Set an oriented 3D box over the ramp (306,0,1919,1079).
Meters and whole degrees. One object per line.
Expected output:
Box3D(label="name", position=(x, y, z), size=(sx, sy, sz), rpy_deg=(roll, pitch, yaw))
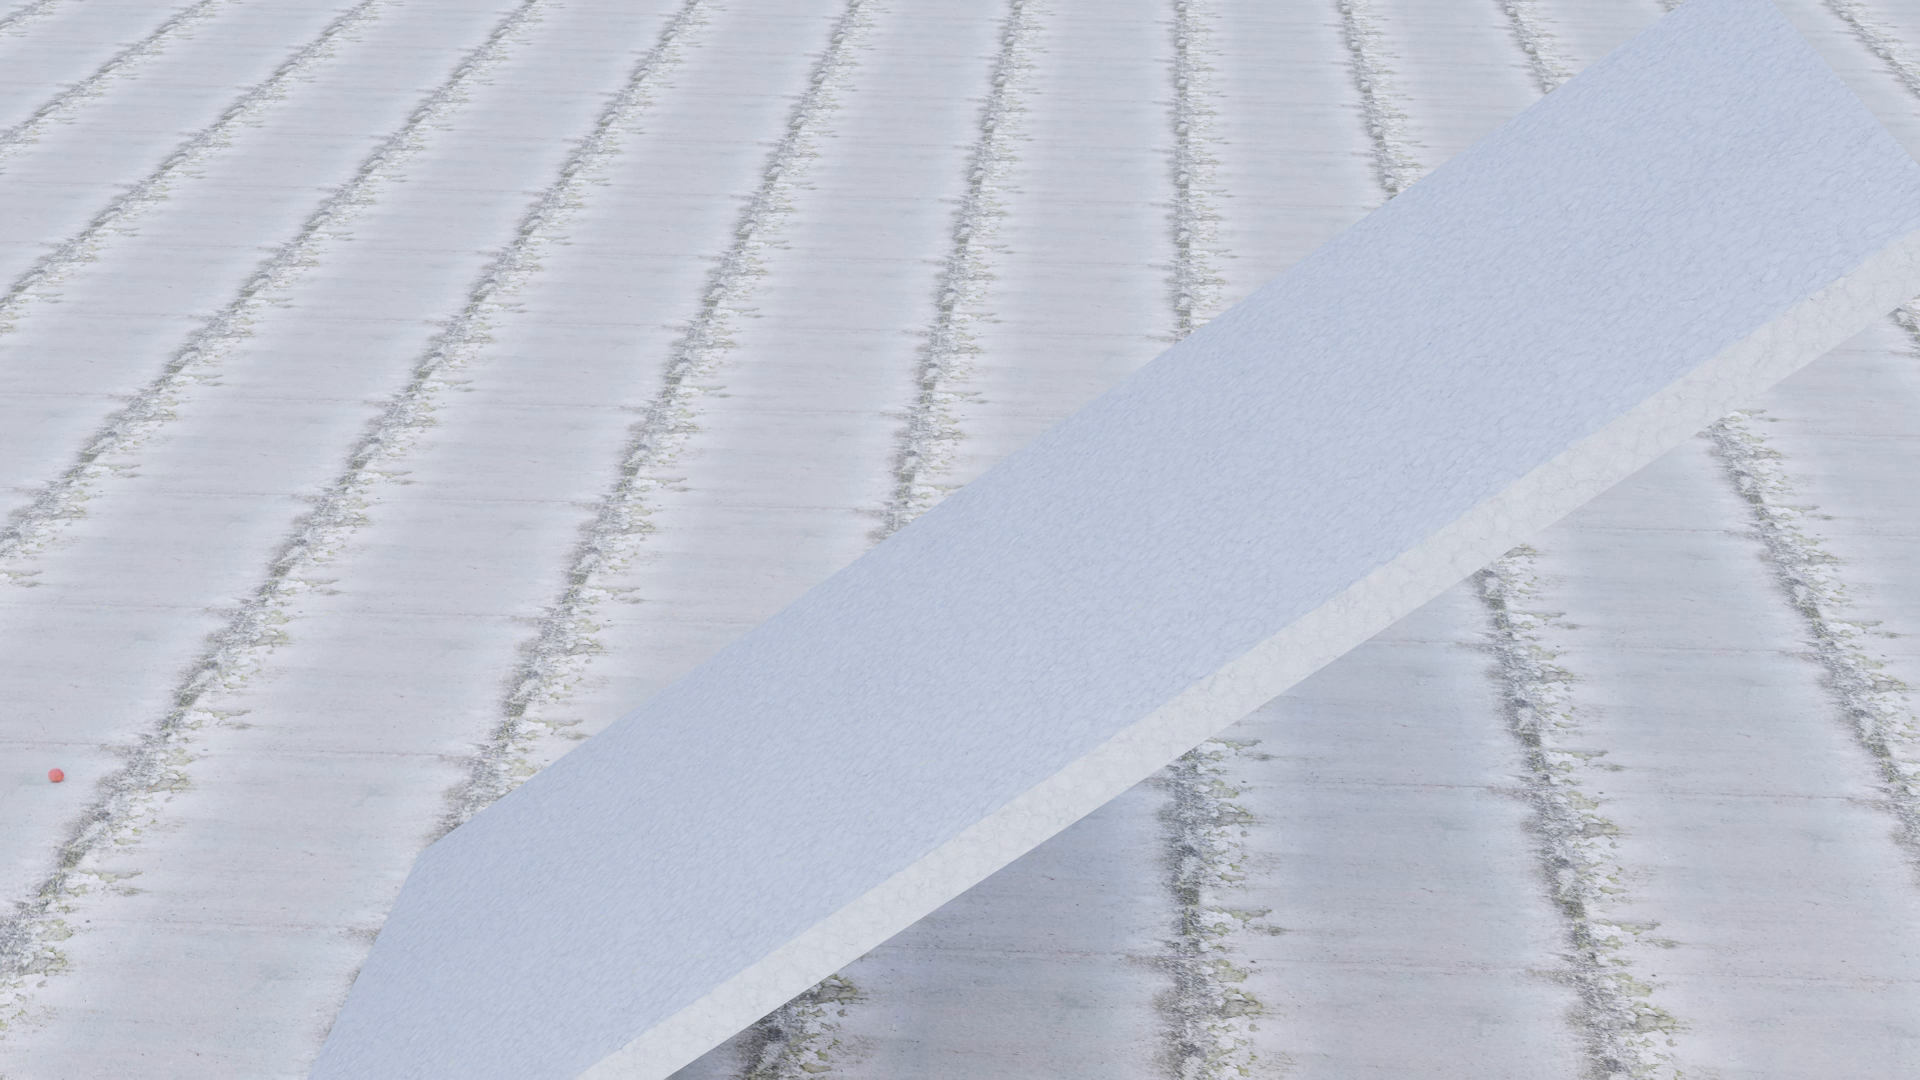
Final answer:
Box3D(label="ramp", position=(0.131, 0.177, 6.317), size=(4.000, 0.100, 2.000), rpy_deg=(-34, 16, 16))
